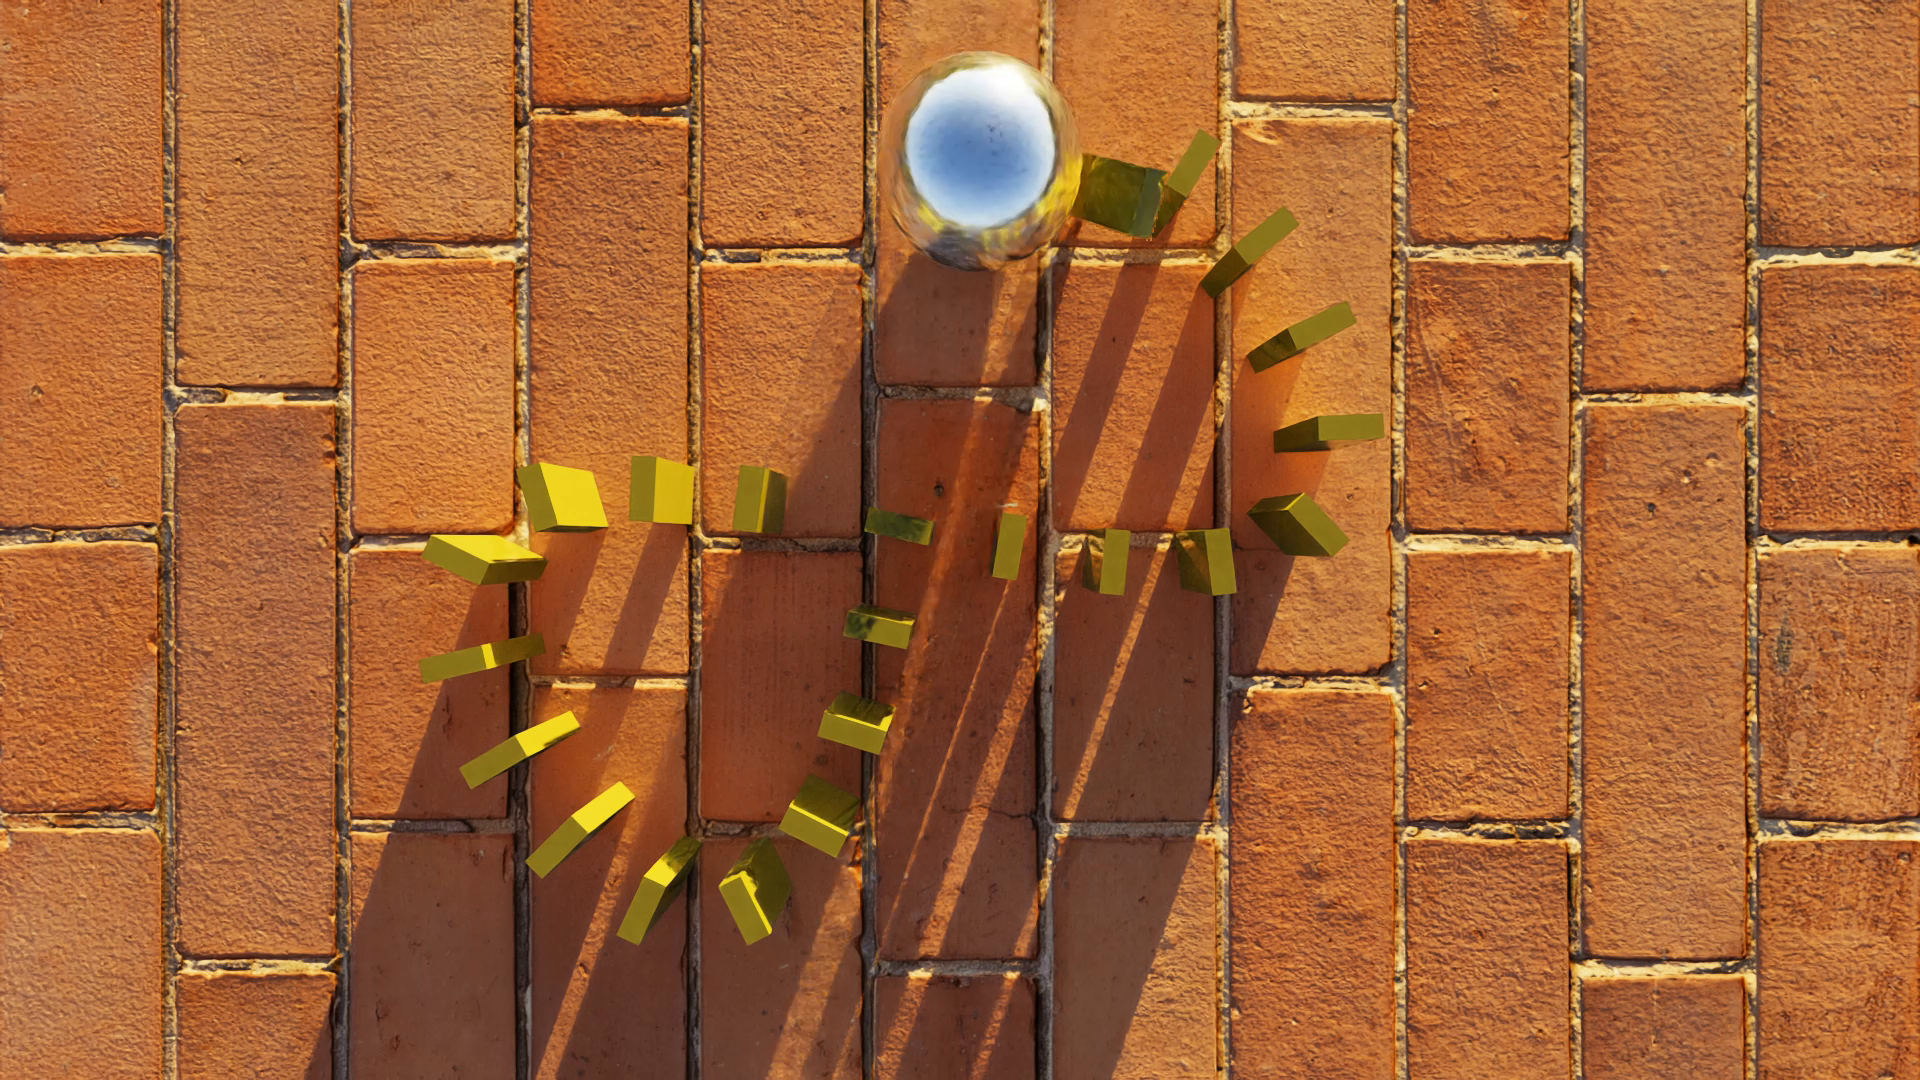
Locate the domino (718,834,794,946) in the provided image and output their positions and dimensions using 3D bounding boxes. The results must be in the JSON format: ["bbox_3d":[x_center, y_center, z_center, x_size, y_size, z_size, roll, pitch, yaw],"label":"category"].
[{"bbox_3d":[-0.083,0.142,0.375,0.009,0.050,0.025,-27,90,0],"label":"domino"}]

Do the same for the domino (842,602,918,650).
[{"bbox_3d":[-0.032,0.035,0.375,0.025,0.050,0.009,12,90,0],"label":"domino"}]

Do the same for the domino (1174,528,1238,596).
[{"bbox_3d":[0.100,0.008,0.375,0.010,0.050,0.025,-7,90,0],"label":"domino"}]

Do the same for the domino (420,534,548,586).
[{"bbox_3d":[-0.193,0.008,0.375,0.025,0.050,0.010,26,90,0],"label":"domino"}]

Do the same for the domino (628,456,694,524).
[{"bbox_3d":[-0.121,-0.020,0.375,0.010,0.050,0.025,3,90,0],"label":"domino"}]

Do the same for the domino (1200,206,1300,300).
[{"bbox_3d":[0.117,-0.116,0.375,0.025,0.050,0.009,-39,90,0],"label":"domino"}]

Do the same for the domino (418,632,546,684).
[{"bbox_3d":[-0.194,0.048,0.375,0.025,0.050,0.009,-13,90,0],"label":"domino"}]

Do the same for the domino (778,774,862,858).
[{"bbox_3d":[-0.056,0.112,0.375,0.025,0.050,0.010,27,90,0],"label":"domino"}]

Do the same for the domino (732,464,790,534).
[{"bbox_3d":[-0.081,-0.016,0.375,0.009,0.050,0.025,7,90,0],"label":"domino"}]

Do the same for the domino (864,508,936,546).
[{"bbox_3d":[-0.023,-0.005,0.375,0.025,0.050,0.010,13,90,0],"label":"domino"}]

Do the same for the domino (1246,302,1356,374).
[{"bbox_3d":[0.138,-0.082,0.375,0.025,0.050,0.010,-25,90,0],"label":"domino"}]

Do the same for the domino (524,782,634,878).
[{"bbox_3d":[-0.154,0.117,0.375,0.025,0.050,0.009,-44,90,0],"label":"domino"}]

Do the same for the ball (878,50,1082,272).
[{"bbox_3d":[0.008,-0.147,0.360,0.080,0.080,0.080,0,90,0],"label":"ball"}]

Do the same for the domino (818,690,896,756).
[{"bbox_3d":[-0.041,0.074,0.375,0.025,0.050,0.009,17,90,0],"label":"domino"}]

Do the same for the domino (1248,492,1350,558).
[{"bbox_3d":[0.137,-0.006,0.375,0.010,0.050,0.025,-44,90,0],"label":"domino"}]

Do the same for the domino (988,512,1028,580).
[{"bbox_3d":[0.019,0.002,0.375,0.009,0.050,0.025,9,90,0],"label":"domino"}]

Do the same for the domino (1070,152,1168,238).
[{"bbox_3d":[0.062,-0.141,0.373,0.010,0.050,0.025,-1,118,-28],"label":"domino"}]

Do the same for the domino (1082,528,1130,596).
[{"bbox_3d":[0.059,0.008,0.375,0.010,0.050,0.025,6,90,0],"label":"domino"}]

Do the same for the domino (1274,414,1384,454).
[{"bbox_3d":[0.149,-0.043,0.375,0.025,0.050,0.010,-2,90,0],"label":"domino"}]

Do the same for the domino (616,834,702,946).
[{"bbox_3d":[-0.122,0.142,0.375,0.009,0.050,0.025,25,90,0],"label":"domino"}]

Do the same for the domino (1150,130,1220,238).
[{"bbox_3d":[0.088,-0.144,0.375,0.010,0.050,0.025,32,90,-2],"label":"domino"}]

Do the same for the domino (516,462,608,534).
[{"bbox_3d":[-0.162,-0.016,0.375,0.009,0.050,0.025,-17,90,0],"label":"domino"}]

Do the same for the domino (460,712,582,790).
[{"bbox_3d":[-0.178,0.085,0.375,0.025,0.050,0.010,-30,90,0],"label":"domino"}]
